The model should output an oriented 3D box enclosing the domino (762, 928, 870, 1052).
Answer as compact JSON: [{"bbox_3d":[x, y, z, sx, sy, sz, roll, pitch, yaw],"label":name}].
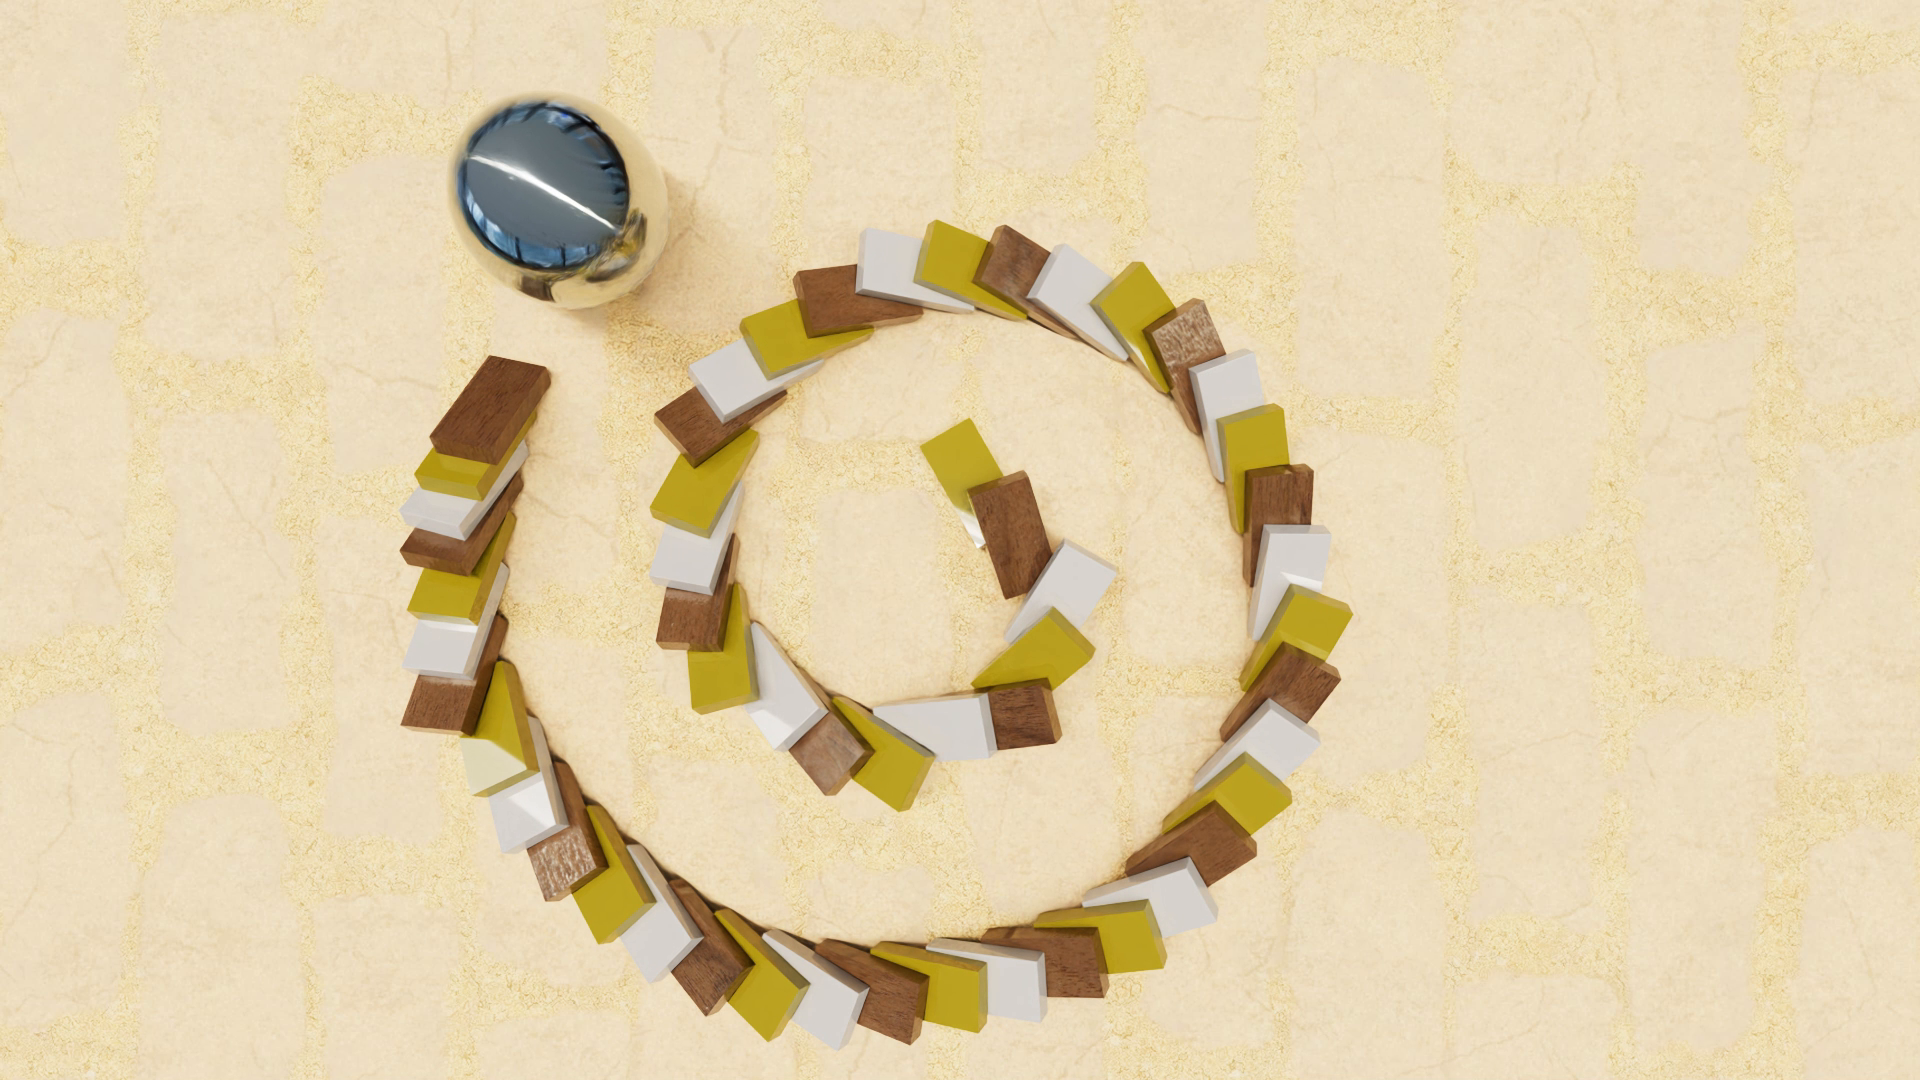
[{"bbox_3d":[-0.065,0.188,0.385,0.050,0.009,0.025,20,90,24],"label":"domino"}]

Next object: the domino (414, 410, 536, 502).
[{"bbox_3d":[-0.200,-0.040,0.381,0.025,0.010,0.050,12,52,0],"label":"domino"}]

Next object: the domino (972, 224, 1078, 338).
[{"bbox_3d":[0.032,-0.108,0.385,0.050,0.010,0.025,24,90,-24],"label":"domino"}]

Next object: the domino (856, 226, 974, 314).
[{"bbox_3d":[-0.018,-0.113,0.385,0.050,0.010,0.025,4,90,-25],"label":"domino"}]

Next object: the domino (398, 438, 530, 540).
[{"bbox_3d":[-0.205,-0.025,0.380,0.025,0.010,0.050,15,52,2],"label":"domino"}]

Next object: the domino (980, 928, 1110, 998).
[{"bbox_3d":[0.035,0.178,0.386,0.050,0.009,0.025,-11,90,24],"label":"domino"}]

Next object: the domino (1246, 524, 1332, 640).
[{"bbox_3d":[0.138,0.018,0.385,0.025,0.009,0.050,1,115,0],"label":"domino"}]

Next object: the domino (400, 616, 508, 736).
[{"bbox_3d":[-0.211,0.056,0.384,0.025,0.010,0.050,5,64,2],"label":"domino"}]

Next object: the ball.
[{"bbox_3d":[-0.156,-0.132,0.360,0.080,0.080,0.080,0,90,0],"label":"ball"}]

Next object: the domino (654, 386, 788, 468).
[{"bbox_3d":[-0.100,-0.056,0.385,0.050,0.009,0.025,-42,90,-25],"label":"domino"}]

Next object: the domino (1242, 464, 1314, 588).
[{"bbox_3d":[0.133,-0.006,0.386,0.025,0.010,0.050,-7,114,0],"label":"domino"}]

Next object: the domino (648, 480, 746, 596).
[{"bbox_3d":[-0.110,-0.004,0.385,0.025,0.009,0.050,11,64,0],"label":"domino"}]

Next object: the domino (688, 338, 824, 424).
[{"bbox_3d":[-0.085,-0.072,0.385,0.050,0.010,0.025,-35,88,-25],"label":"domino"}]

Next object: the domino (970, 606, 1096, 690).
[{"bbox_3d":[0.030,0.053,0.384,0.025,0.009,0.050,45,119,0],"label":"domino"}]

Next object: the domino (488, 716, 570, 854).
[{"bbox_3d":[-0.185,0.103,0.386,0.025,0.009,0.050,-28,66,0],"label":"domino"}]

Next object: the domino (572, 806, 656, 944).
[{"bbox_3d":[-0.151,0.140,0.386,0.025,0.009,0.050,-42,66,0],"label":"domino"}]

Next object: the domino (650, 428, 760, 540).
[{"bbox_3d":[-0.106,-0.028,0.385,0.025,0.009,0.050,21,65,0],"label":"domino"}]

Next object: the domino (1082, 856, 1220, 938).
[{"bbox_3d":[0.080,0.154,0.385,0.050,0.010,0.025,-29,90,25],"label":"domino"}]

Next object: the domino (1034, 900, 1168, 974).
[{"bbox_3d":[0.059,0.168,0.385,0.050,0.009,0.025,-18,90,24],"label":"domino"}]

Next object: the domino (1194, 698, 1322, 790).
[{"bbox_3d":[0.124,0.093,0.386,0.025,0.009,0.050,35,114,0],"label":"domino"}]

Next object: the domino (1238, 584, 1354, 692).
[{"bbox_3d":[0.140,0.045,0.385,0.025,0.009,0.050,20,114,0],"label":"domino"}]

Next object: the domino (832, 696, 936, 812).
[{"bbox_3d":[-0.037,0.089,0.384,0.050,0.009,0.025,27,94,26],"label":"domino"}]

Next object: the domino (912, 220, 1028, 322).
[{"bbox_3d":[0.007,-0.112,0.385,0.050,0.009,0.025,15,90,-25],"label":"domino"}]

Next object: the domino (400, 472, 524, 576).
[{"bbox_3d":[-0.206,-0.010,0.381,0.025,0.010,0.050,11,52,0],"label":"domino"}]

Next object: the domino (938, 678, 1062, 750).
[{"bbox_3d":[0.015,0.075,0.384,0.050,0.010,0.025,-13,94,25],"label":"domino"}]

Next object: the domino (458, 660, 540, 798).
[{"bbox_3d":[-0.196,0.079,0.386,0.025,0.010,0.050,-25,67,0],"label":"domino"}]

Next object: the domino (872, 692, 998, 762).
[{"bbox_3d":[-0.011,0.080,0.385,0.050,0.009,0.025,-10,90,25],"label":"domino"}]

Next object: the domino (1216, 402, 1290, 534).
[{"bbox_3d":[0.125,-0.030,0.386,0.025,0.010,0.050,-16,114,0],"label":"domino"}]

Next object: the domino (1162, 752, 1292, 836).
[{"bbox_3d":[0.112,0.114,0.386,0.025,0.010,0.050,41,114,0],"label":"domino"}]

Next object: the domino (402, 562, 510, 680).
[{"bbox_3d":[-0.211,0.032,0.385,0.025,0.010,0.050,6,64,0],"label":"domino"}]

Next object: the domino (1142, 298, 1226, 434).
[{"bbox_3d":[0.099,-0.073,0.385,0.025,0.010,0.050,-32,115,0],"label":"domino"}]

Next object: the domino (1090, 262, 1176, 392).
[{"bbox_3d":[0.080,-0.089,0.385,0.025,0.010,0.050,-45,115,0],"label":"domino"}]

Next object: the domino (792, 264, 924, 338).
[{"bbox_3d":[-0.042,-0.102,0.385,0.050,0.009,0.025,-15,90,-25],"label":"domino"}]

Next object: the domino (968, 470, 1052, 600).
[{"bbox_3d":[0.023,-0.002,0.386,0.025,0.010,0.050,-19,114,0],"label":"domino"}]

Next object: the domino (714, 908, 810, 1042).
[{"bbox_3d":[-0.089,0.182,0.385,0.050,0.009,0.025,31,90,24],"label":"domino"}]

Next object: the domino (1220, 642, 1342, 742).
[{"bbox_3d":[0.134,0.069,0.385,0.025,0.009,0.050,27,114,0],"label":"domino"}]

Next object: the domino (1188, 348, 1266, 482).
[{"bbox_3d":[0.115,-0.052,0.385,0.025,0.010,0.050,-20,114,0],"label":"domino"}]

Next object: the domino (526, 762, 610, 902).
[{"bbox_3d":[-0.170,0.122,0.386,0.025,0.009,0.050,-34,67,0],"label":"domino"}]

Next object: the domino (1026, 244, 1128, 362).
[{"bbox_3d":[0.055,-0.099,0.385,0.050,0.009,0.025,29,90,-24],"label":"domino"}]

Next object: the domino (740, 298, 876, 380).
[{"bbox_3d":[-0.064,-0.088,0.385,0.050,0.009,0.025,-28,90,-24],"label":"domino"}]

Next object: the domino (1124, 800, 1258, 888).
[{"bbox_3d":[0.097,0.134,0.386,0.025,0.009,0.050,46,114,0],"label":"domino"}]

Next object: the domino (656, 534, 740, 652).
[{"bbox_3d":[-0.109,0.021,0.384,0.025,0.010,0.050,2,64,1],"label":"domino"}]

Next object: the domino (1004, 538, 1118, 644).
[{"bbox_3d":[0.042,0.027,0.387,0.025,0.009,0.050,29,108,-5],"label":"domino"}]

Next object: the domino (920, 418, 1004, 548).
[{"bbox_3d":[0.006,-0.024,0.395,0.025,0.010,0.050,-30,90,0],"label":"domino"}]

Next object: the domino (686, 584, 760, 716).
[{"bbox_3d":[-0.100,0.045,0.384,0.025,0.009,0.050,-15,62,2],"label":"domino"}]

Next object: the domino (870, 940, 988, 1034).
[{"bbox_3d":[-0.013,0.188,0.386,0.050,0.009,0.025,0,90,24],"label":"domino"}]

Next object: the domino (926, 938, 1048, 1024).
[{"bbox_3d":[0.011,0.185,0.386,0.050,0.009,0.025,-4,90,24],"label":"domino"}]

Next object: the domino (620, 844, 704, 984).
[{"bbox_3d":[-0.133,0.156,0.386,0.025,0.010,0.050,-46,66,0],"label":"domino"}]

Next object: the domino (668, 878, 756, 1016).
[{"bbox_3d":[-0.112,0.171,0.386,0.050,0.010,0.025,38,90,24],"label":"domino"}]

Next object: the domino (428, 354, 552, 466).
[{"bbox_3d":[-0.194,-0.055,0.381,0.025,0.009,0.050,12,52,0],"label":"domino"}]

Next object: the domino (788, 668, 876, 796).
[{"bbox_3d":[-0.061,0.080,0.385,0.050,0.010,0.025,43,94,24],"label":"domino"}]

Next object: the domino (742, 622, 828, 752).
[{"bbox_3d":[-0.080,0.061,0.385,0.025,0.009,0.050,-43,64,0],"label":"domino"}]

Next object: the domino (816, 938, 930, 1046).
[{"bbox_3d":[-0.039,0.189,0.386,0.050,0.009,0.025,9,90,24],"label":"domino"}]

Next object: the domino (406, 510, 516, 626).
[{"bbox_3d":[-0.208,0.010,0.385,0.025,0.010,0.050,7,64,0],"label":"domino"}]
